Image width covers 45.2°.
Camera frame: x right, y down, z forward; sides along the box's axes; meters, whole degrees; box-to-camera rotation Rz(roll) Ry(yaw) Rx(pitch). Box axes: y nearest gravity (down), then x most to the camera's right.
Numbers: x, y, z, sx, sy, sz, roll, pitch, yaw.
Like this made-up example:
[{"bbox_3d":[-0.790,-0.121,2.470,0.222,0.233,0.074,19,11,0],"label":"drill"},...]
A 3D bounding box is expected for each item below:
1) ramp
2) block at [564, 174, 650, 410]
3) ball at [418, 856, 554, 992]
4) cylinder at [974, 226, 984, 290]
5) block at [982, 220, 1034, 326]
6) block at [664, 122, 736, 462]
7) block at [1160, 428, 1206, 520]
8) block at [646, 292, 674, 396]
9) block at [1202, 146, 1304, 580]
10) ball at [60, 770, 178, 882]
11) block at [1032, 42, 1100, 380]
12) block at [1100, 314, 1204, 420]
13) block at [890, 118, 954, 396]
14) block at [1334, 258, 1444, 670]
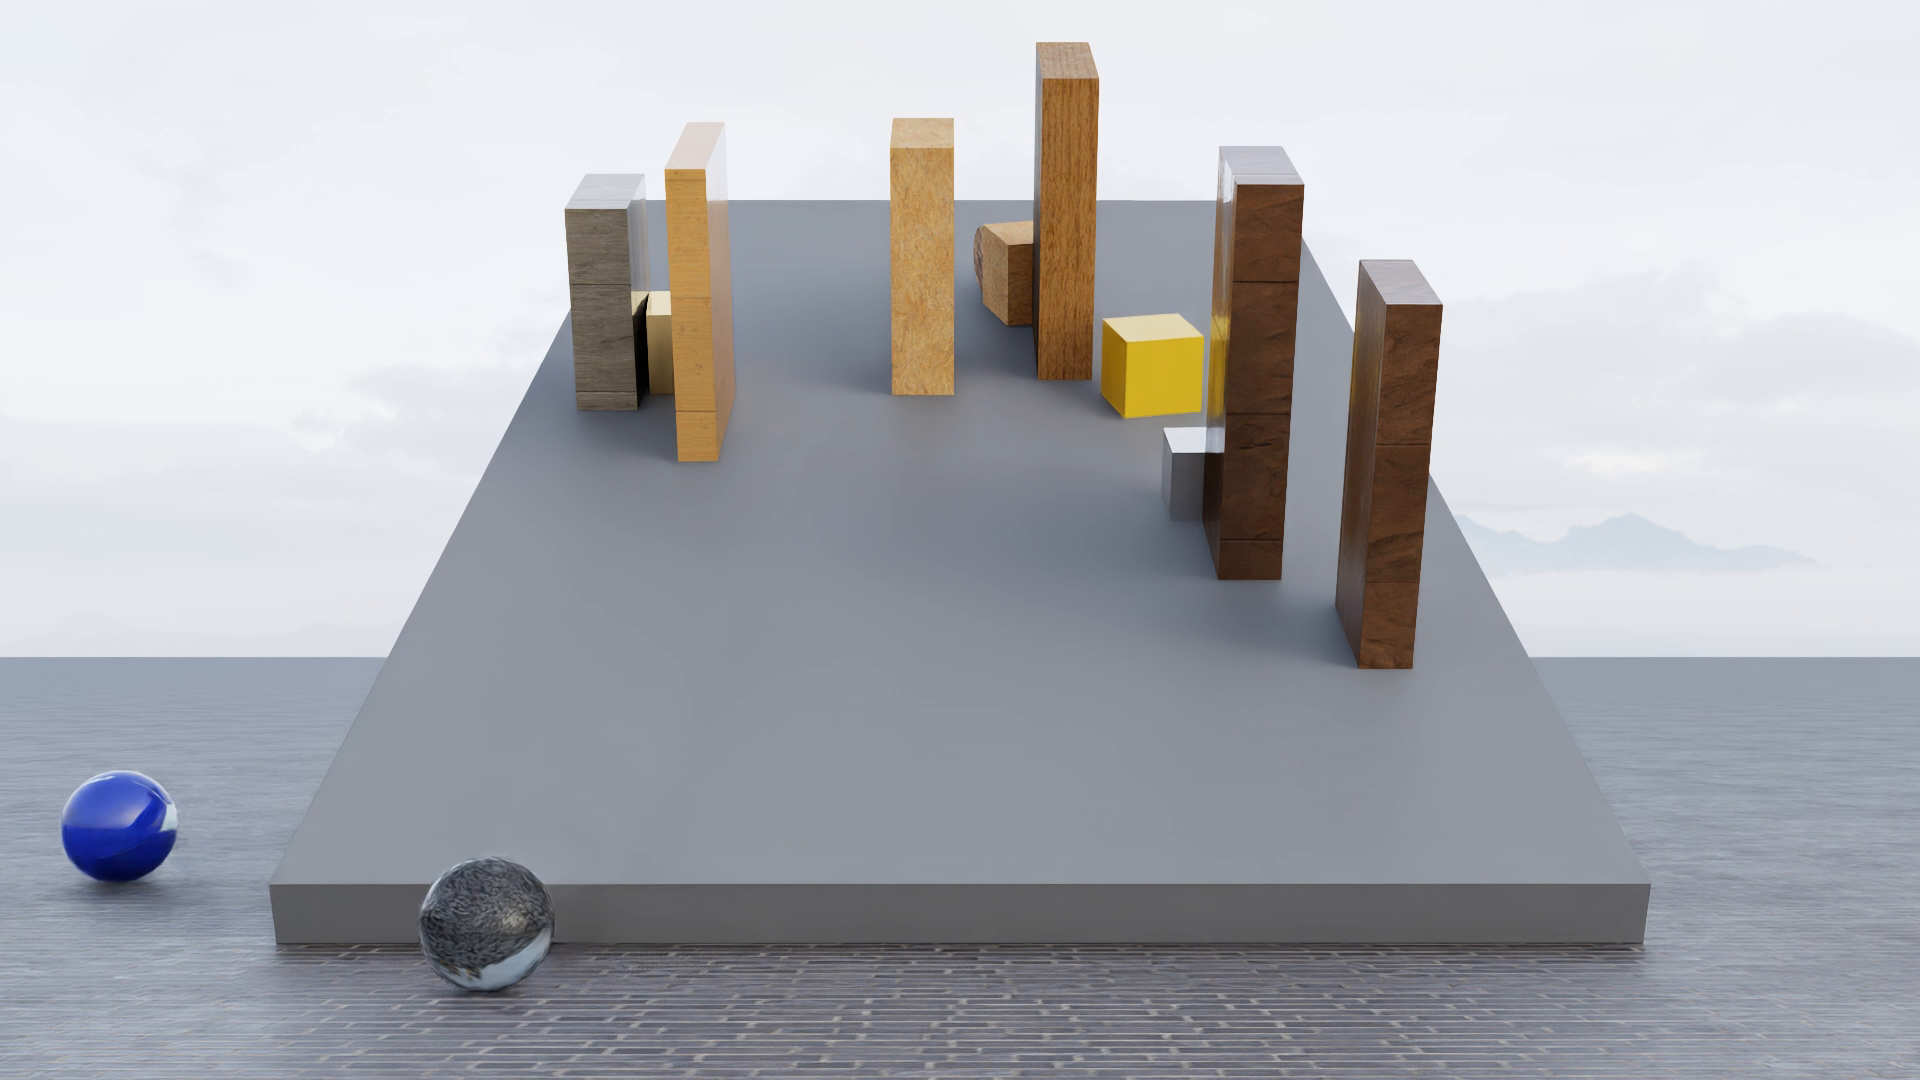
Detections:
[{"bbox_3d":[-0.007,-0.224,5.200,2.000,0.100,4.000,0,23,0],"label":"ramp"},{"bbox_3d":[-0.801,-0.574,5.299,0.137,0.468,0.328,0,23,0],"label":"block"},{"bbox_3d":[-0.595,0.483,2.902,0.168,0.168,0.168,0,-3,0],"label":"ball"},{"bbox_3d":[0.147,-0.748,6.101,0.177,0.177,0.177,-7,-1,-16],"label":"cylinder"},{"bbox_3d":[0.190,-0.690,5.920,0.210,0.210,0.210,-7,23,-16],"label":"block"},{"bbox_3d":[-0.562,-0.547,5.018,0.084,0.635,0.444,0,23,0],"label":"block"},{"bbox_3d":[0.491,-0.135,4.670,0.146,0.146,0.146,-1,23,-2],"label":"block"},{"bbox_3d":[-0.630,-0.464,5.395,0.192,0.192,0.192,-2,23,-5],"label":"block"},{"bbox_3d":[0.547,-0.333,4.346,0.119,0.761,0.300,0,23,0],"label":"block"},{"bbox_3d":[-1.554,0.529,4.261,0.206,0.206,0.206,0,-3,0],"label":"ball"},{"bbox_3d":[0.248,-0.793,5.515,0.127,0.711,0.447,0,23,0],"label":"block"},{"bbox_3d":[0.437,-0.397,5.255,0.181,0.181,0.181,-5,23,-13],"label":"block"},{"bbox_3d":[-0.086,-0.663,5.372,0.143,0.579,0.311,0,23,0],"label":"block"},{"bbox_3d":[0.738,-0.132,3.996,0.092,0.657,0.271,0,23,0],"label":"block"}]
